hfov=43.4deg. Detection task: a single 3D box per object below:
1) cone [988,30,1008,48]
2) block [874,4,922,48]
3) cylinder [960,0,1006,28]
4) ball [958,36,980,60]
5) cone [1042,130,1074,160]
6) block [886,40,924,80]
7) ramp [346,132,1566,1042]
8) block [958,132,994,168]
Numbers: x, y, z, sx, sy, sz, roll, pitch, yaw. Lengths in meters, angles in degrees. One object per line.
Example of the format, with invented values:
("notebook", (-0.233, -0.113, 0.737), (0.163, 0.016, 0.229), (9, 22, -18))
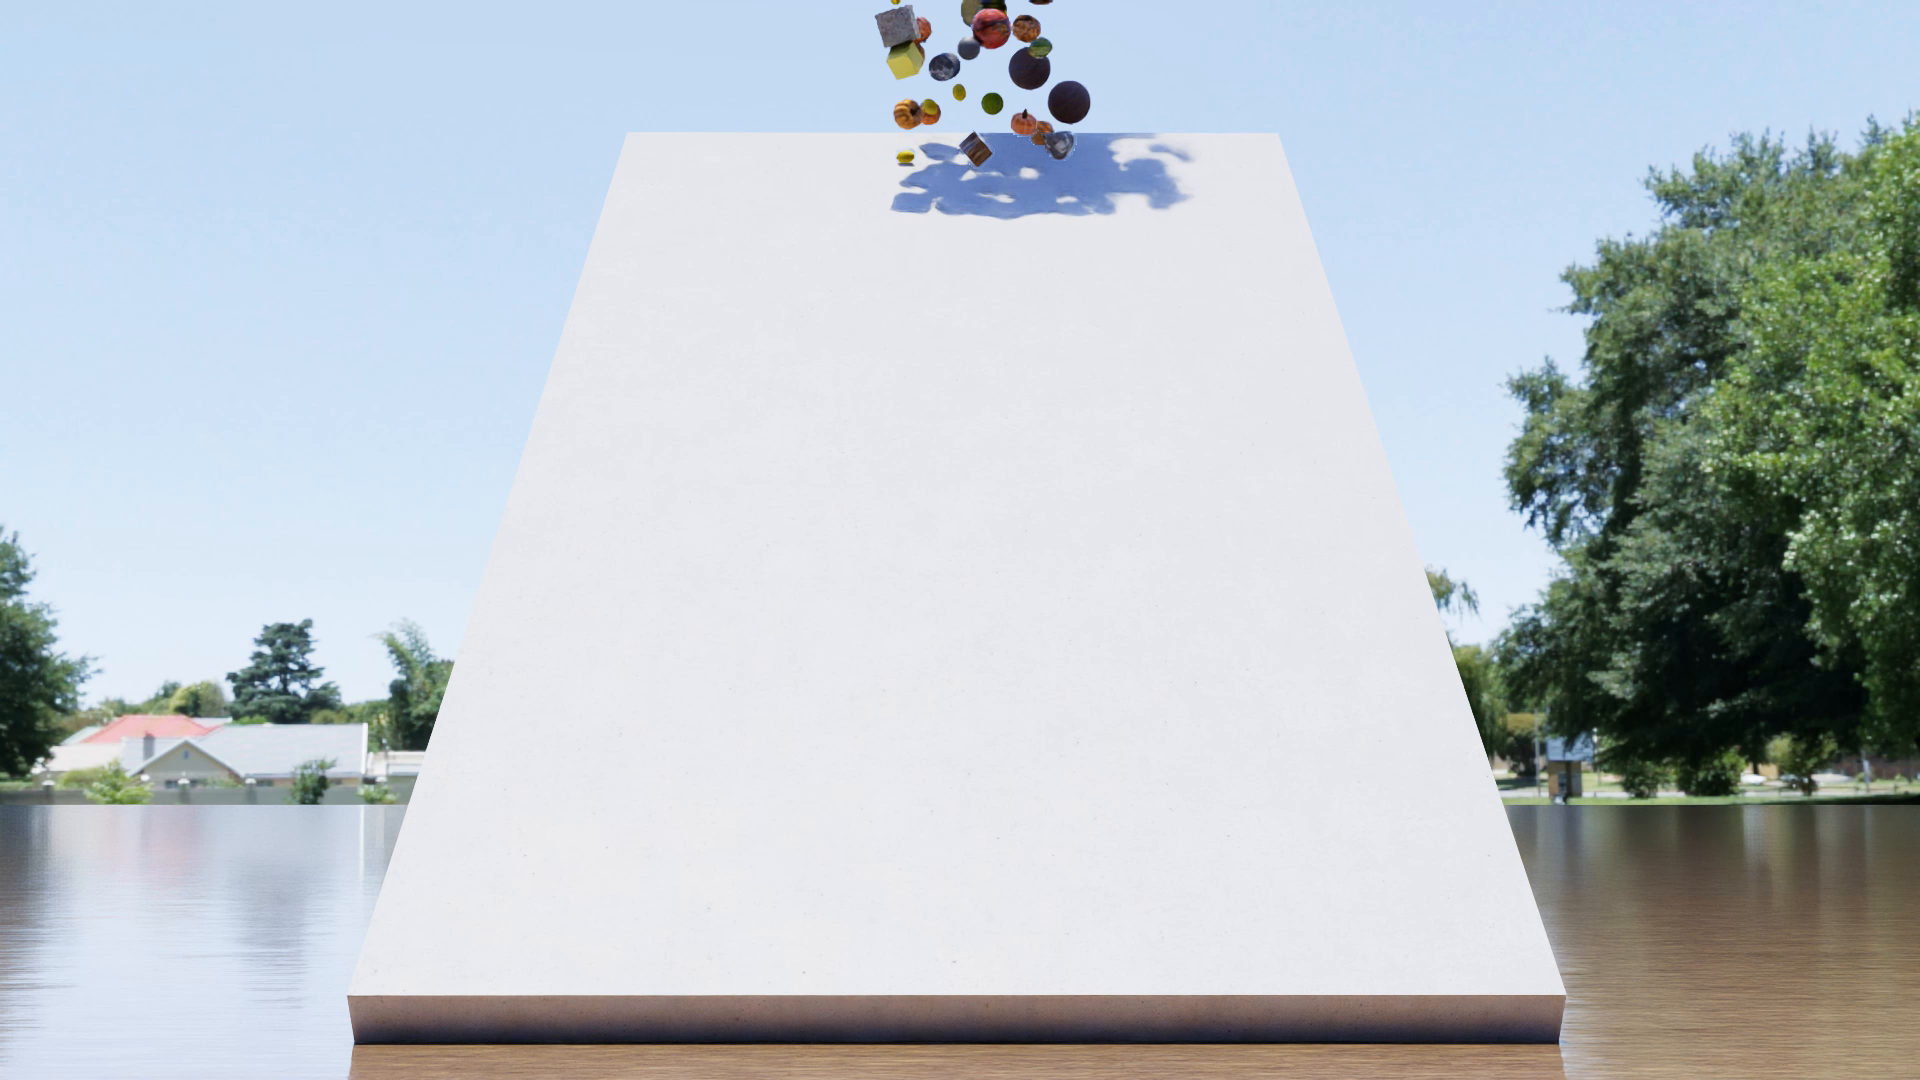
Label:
("cone", (0.121, -1.510, 7.277), (0.056, 0.056, 0.056), (-1, -5, -21))
("block", (-0.179, -1.483, 6.973), (0.098, 0.098, 0.098), (-15, 11, 10))
("cylinder", (0.071, -1.608, 7.329), (0.098, 0.098, 0.098), (-16, 6, -41))
("ball", (0.025, -1.409, 6.918), (0.068, 0.068, 0.068), (0, -6, 0))
("cone", (0.270, -1.175, 7.092), (0.092, 0.092, 0.092), (-6, -17, 44))
("block", (-0.159, -1.384, 6.970), (0.071, 0.071, 0.071), (-11, -48, 27))
("ramp", (-0.013, -0.210, 5.717), (2.000, 0.100, 4.000), (0, 30, 0))
("block", (0.046, -1.140, 7.049), (0.062, 0.062, 0.062), (43, 10, -38))
